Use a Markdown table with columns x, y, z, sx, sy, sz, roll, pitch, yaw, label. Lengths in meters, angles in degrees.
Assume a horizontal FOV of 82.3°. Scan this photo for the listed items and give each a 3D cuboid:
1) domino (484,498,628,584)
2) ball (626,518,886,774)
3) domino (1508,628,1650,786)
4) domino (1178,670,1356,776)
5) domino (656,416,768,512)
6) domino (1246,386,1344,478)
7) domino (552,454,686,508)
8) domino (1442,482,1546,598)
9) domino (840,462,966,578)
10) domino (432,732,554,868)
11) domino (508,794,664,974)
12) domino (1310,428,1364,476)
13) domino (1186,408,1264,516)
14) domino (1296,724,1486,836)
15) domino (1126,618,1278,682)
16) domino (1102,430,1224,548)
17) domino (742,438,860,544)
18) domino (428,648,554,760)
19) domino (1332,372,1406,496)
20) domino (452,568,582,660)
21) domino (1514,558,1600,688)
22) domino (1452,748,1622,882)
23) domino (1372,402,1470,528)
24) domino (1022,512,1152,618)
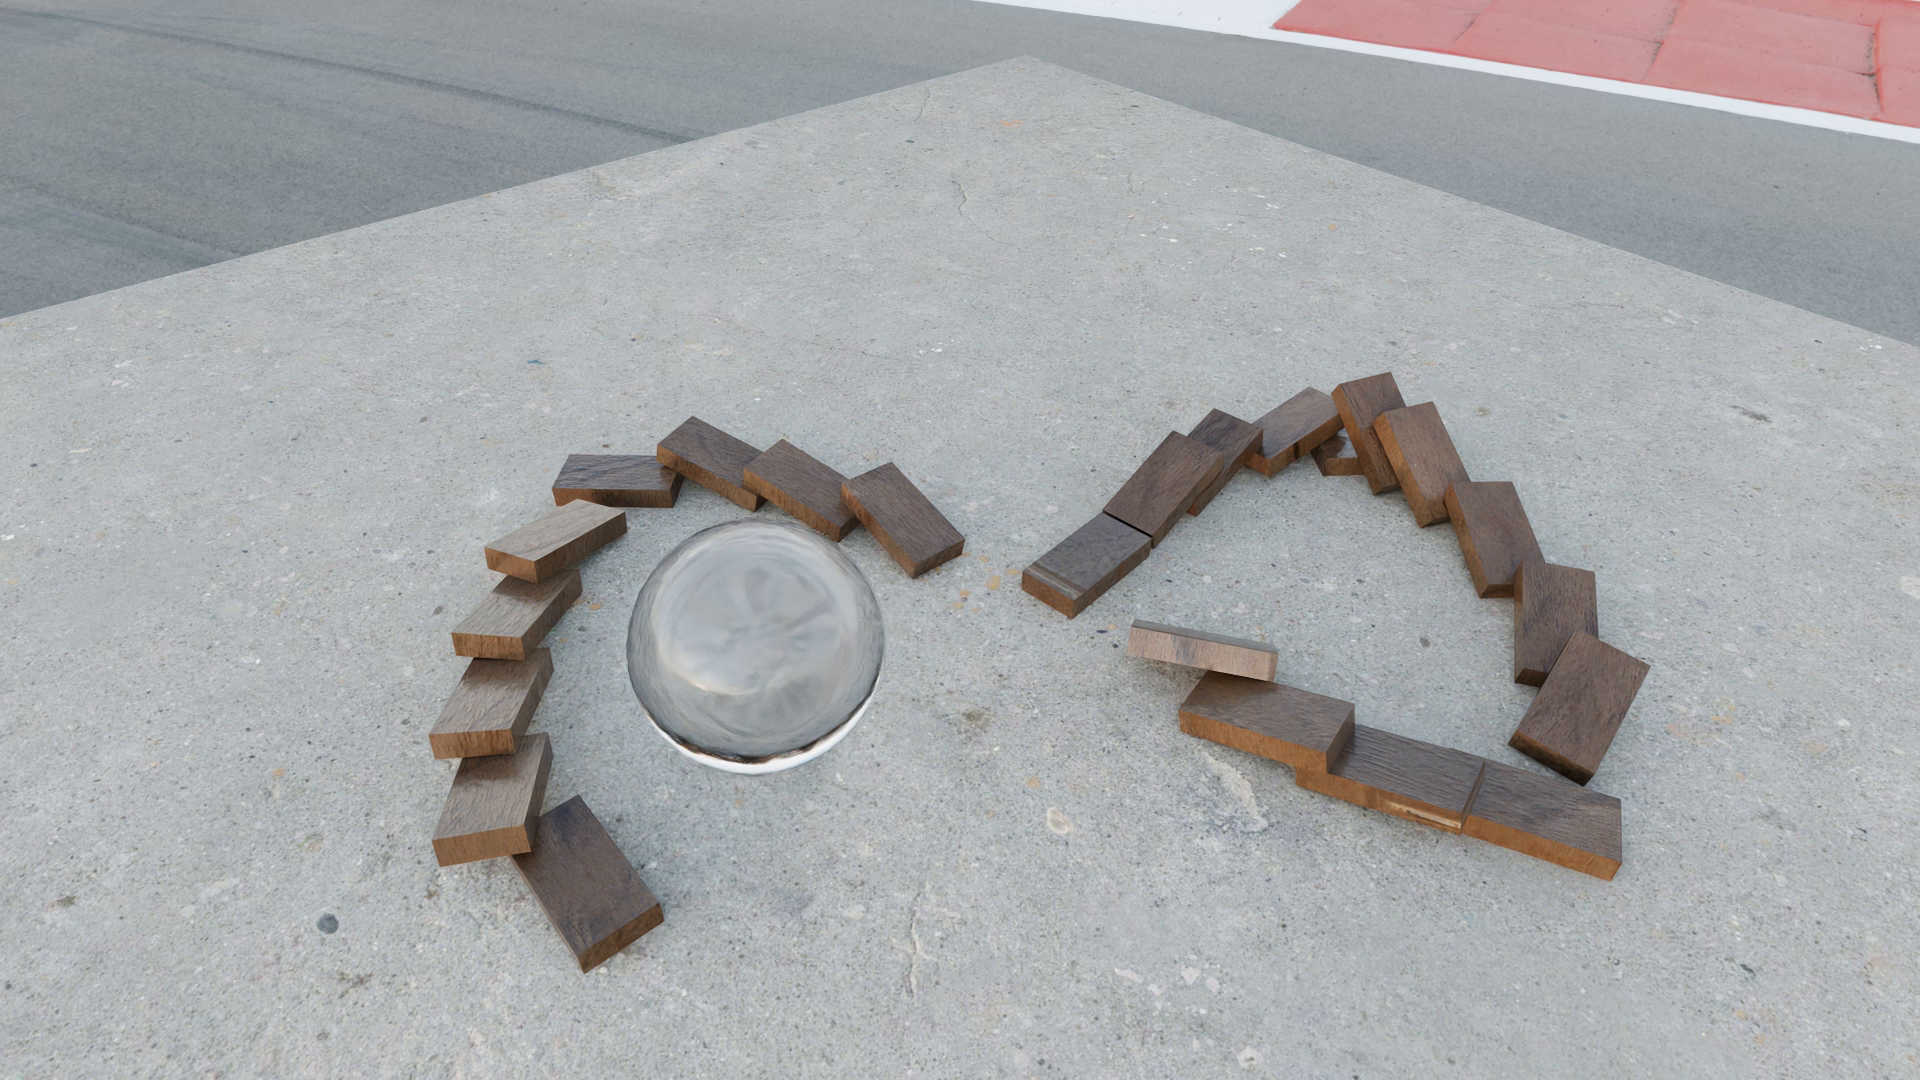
| x | y | z | sx | sy | sz | roll | pitch | yaw | label |
| --- | --- | --- | --- | --- | --- | --- | --- | --- | --- |
| -0.159 | 0.000 | 0.434 | 0.025 | 0.010 | 0.050 | 14 | 29 | 21 | domino |
| -0.064 | 0.033 | 0.347 | 0.080 | 0.080 | 0.080 | 0 | 39 | 0 | ball |
| 0.207 | 0.055 | 0.367 | 0.025 | 0.010 | 0.050 | 32 | 60 | 25 | domino |
| 0.101 | 0.059 | 0.363 | 0.050 | 0.009 | 0.025 | 13 | 39 | 36 | domino |
| -0.102 | -0.033 | 0.475 | 0.050 | 0.010 | 0.025 | 27 | 45 | 10 | domino |
| 0.148 | -0.049 | 0.493 | 0.050 | 0.009 | 0.025 | -32 | 41 | -16 | domino |
| -0.147 | -0.026 | 0.475 | 0.050 | 0.010 | 0.025 | 1 | 39 | 1 | domino |
| 0.212 | -0.001 | 0.435 | 0.025 | 0.010 | 0.050 | -1 | 54 | -1 | domino |
| -0.024 | -0.009 | 0.445 | 0.025 | 0.010 | 0.050 | -26 | 58 | -31 | domino |
| -0.142 | 0.078 | 0.337 | 0.025 | 0.009 | 0.050 | -8 | 23 | -9 | domino |
| -0.111 | 0.099 | 0.322 | 0.025 | 0.010 | 0.050 | -29 | 47 | -31 | domino |
| 0.184 | -0.041 | 0.493 | 0.050 | 0.009 | 0.025 | -2 | 39 | -2 | domino |
| 0.106 | -0.034 | 0.475 | 0.025 | 0.009 | 0.050 | 31 | 63 | 32 | domino |
| 0.134 | 0.073 | 0.345 | 0.050 | 0.010 | 0.025 | 12 | 39 | 36 | domino |
| 0.085 | 0.038 | 0.387 | 0.050 | 0.010 | 0.025 | 10 | 5 | 12 | domino |
| 0.085 | -0.022 | 0.458 | 0.025 | 0.010 | 0.050 | 31 | 67 | 32 | domino |
| -0.063 | -0.021 | 0.460 | 0.050 | 0.010 | 0.025 | 31 | 47 | 15 | domino |
| -0.156 | 0.054 | 0.369 | 0.025 | 0.009 | 0.050 | -3 | 25 | -4 | domino |
| 0.184 | -0.047 | 0.478 | 0.025 | 0.009 | 0.050 | -14 | 73 | -9 | domino |
| -0.161 | 0.026 | 0.403 | 0.025 | 0.009 | 0.050 | 4 | 26 | 4 | domino |
| 0.215 | 0.031 | 0.398 | 0.025 | 0.009 | 0.050 | 11 | 53 | 13 | domino |
| 0.176 | 0.084 | 0.341 | 0.050 | 0.010 | 0.025 | 16 | 42 | 18 | domino |
| 0.197 | -0.032 | 0.463 | 0.025 | 0.009 | 0.050 | -13 | 72 | -15 | domino |
| 0.050 | 0.009 | 0.432 | 0.025 | 0.010 | 0.050 | 30 | 48 | 32 | domino |
